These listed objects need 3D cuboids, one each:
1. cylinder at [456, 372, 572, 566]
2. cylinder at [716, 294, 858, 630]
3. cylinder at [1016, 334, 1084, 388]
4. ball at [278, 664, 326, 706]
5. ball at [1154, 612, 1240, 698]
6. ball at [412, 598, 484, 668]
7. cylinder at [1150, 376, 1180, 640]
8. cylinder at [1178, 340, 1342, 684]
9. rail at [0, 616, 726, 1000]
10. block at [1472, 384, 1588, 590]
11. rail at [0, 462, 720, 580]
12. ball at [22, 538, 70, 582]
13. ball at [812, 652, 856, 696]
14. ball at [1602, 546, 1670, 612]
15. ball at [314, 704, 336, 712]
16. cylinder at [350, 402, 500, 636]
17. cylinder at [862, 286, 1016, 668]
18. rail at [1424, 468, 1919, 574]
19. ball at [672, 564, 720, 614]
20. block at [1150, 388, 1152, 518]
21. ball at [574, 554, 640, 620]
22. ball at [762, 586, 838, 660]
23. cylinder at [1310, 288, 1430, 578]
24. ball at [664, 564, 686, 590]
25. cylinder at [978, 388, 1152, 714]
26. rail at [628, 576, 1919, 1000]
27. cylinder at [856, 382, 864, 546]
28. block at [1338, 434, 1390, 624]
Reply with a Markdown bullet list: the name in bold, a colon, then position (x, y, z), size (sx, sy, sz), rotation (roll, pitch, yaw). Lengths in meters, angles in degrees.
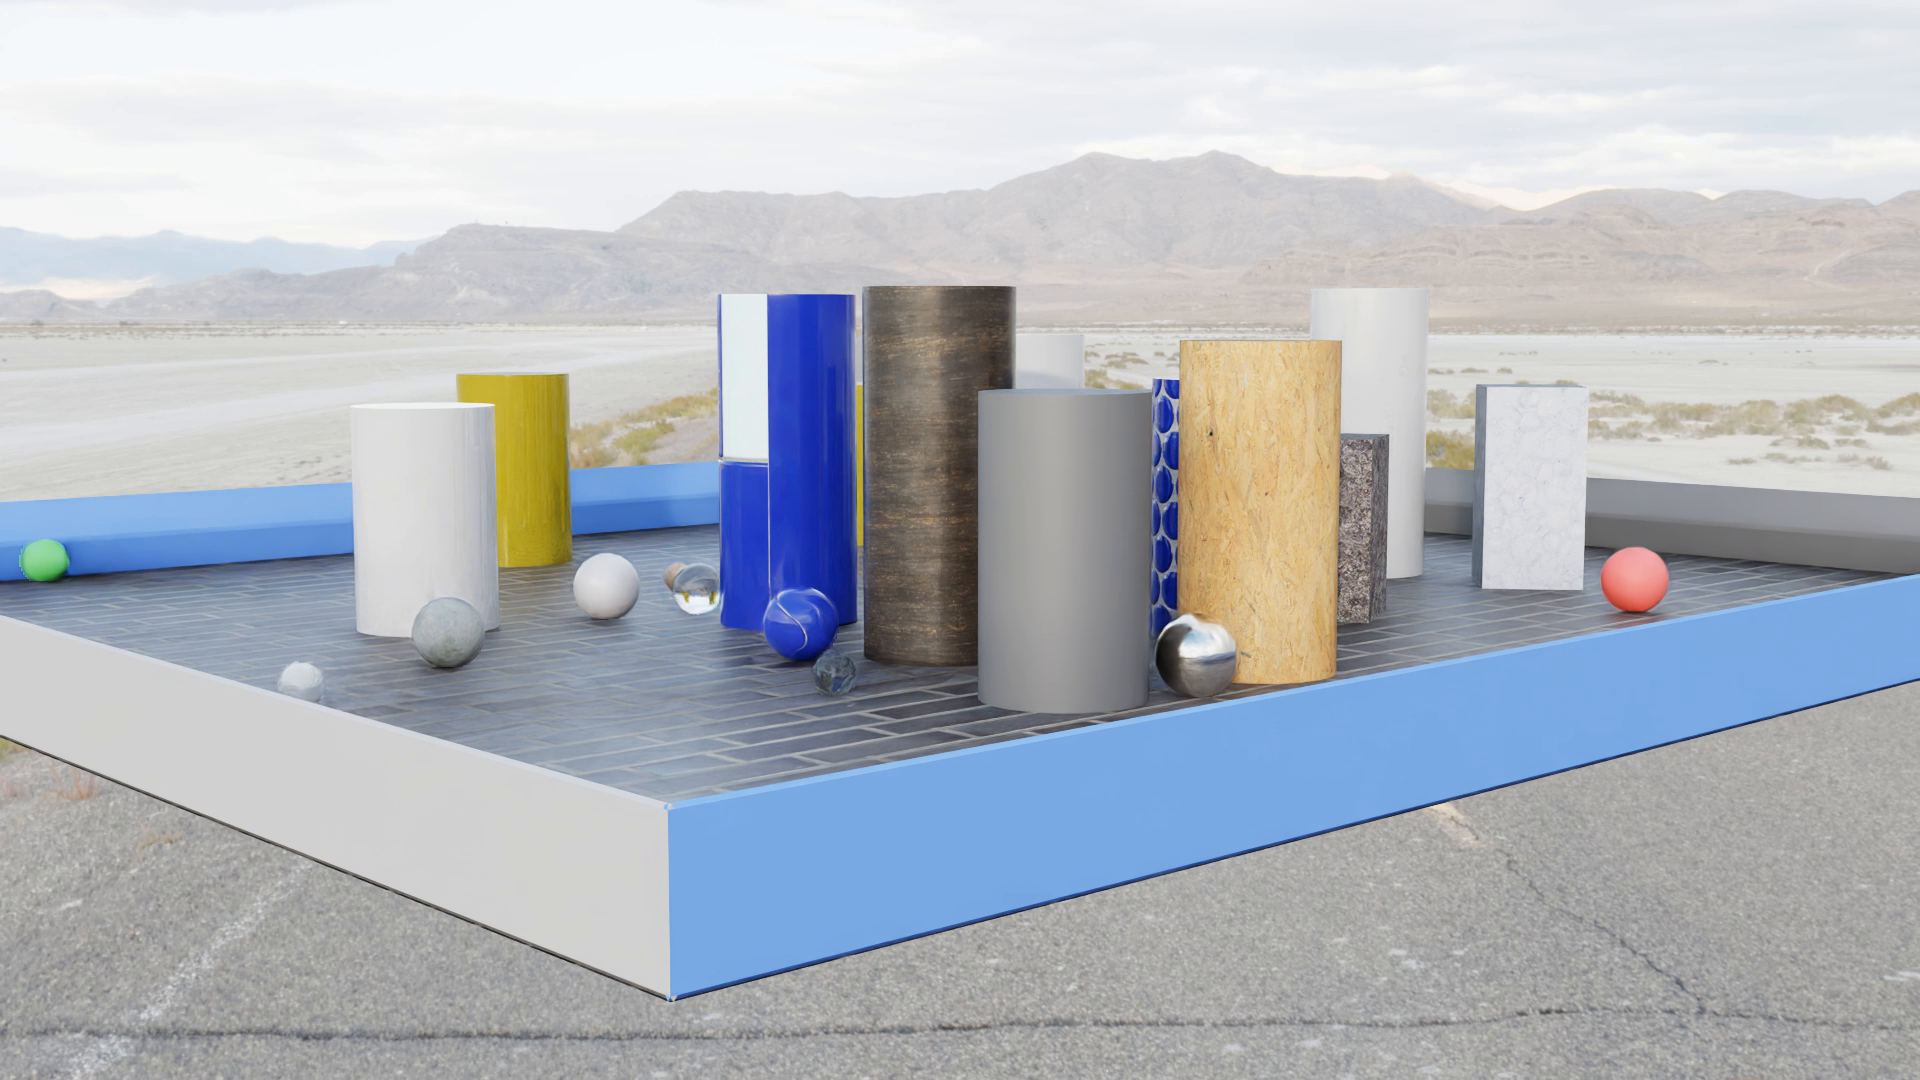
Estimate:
- **cylinder**: position (-0.791, -0.129, 3.907), size (0.197, 0.333, 0.197), rotation (0, 6, 0)
- **cylinder**: position (-0.245, -0.115, 3.134), size (0.197, 0.466, 0.197), rotation (0, 6, 0)
- **cylinder**: position (0.103, -0.130, 3.563), size (0.197, 0.407, 0.197), rotation (0, 6, 0)
- **ball**: position (-0.738, 0.164, 2.462), size (0.052, 0.052, 0.052), rotation (0, 6, 0)
- **ball**: position (0.273, 0.133, 2.538), size (0.097, 0.097, 0.097), rotation (0, 6, 0)
- **ball**: position (-0.640, 0.115, 2.747), size (0.088, 0.088, 0.088), rotation (0, 6, 0)
- **cylinder**: position (0.360, -0.044, 3.001), size (0.197, 0.353, 0.197), rotation (0, 6, 0)
- **cylinder**: position (0.367, -0.041, 2.707), size (0.197, 0.408, 0.197), rotation (0, 6, 0)
- **rail**: position (-1.045, 0.134, 2.373), size (0.045, 0.128, 2.583), rotation (-5, 8, -42)
- **block**: position (0.926, -0.090, 3.584), size (0.158, 0.323, 0.158), rotation (1, 6, 7)
- **rail**: position (-0.860, -0.064, 4.259), size (2.892, 0.128, 0.045), rotation (-5, 8, -42)
- **ball**: position (-1.500, 0.034, 3.608), size (0.071, 0.071, 0.071), rotation (0, 6, 0)
- **ball**: position (-0.146, 0.155, 2.549), size (0.051, 0.051, 0.051), rotation (0, 6, 0)
- **ball**: position (0.999, 0.058, 3.253), size (0.097, 0.097, 0.097), rotation (0, 6, 0)
- **ball**: position (-0.658, 0.190, 2.259), size (0.042, 0.042, 0.042), rotation (0, 6, 0)
- **cylinder**: position (-0.750, -0.033, 3.088), size (0.197, 0.312, 0.197), rotation (0, 6, 0)
- **cylinder**: position (-0.026, -0.087, 2.826), size (0.197, 0.474, 0.197), rotation (0, 6, 0)
- **rail**: position (1.045, -0.067, 4.291), size (0.045, 0.128, 2.583), rotation (-5, 8, -42)
- **ball**: position (-0.384, 0.072, 3.226), size (0.075, 0.075, 0.075), rotation (0, 6, 0)
- **block**: position (0.322, -0.107, 3.838), size (0.158, 0.305, 0.158), rotation (-4, 7, -33)
- **ball**: position (-0.510, 0.067, 3.175), size (0.096, 0.096, 0.096), rotation (0, 6, 0)
- **ball**: position (-0.203, 0.106, 2.804), size (0.095, 0.095, 0.095), rotation (0, 6, 0)
- **cylinder**: position (0.691, -0.185, 3.734), size (0.197, 0.480, 0.197), rotation (0, 6, 0)
- **ball**: position (-0.445, 0.060, 3.481), size (0.046, 0.046, 0.046), rotation (0, 6, 0)
- **cylinder**: position (0.119, 0.007, 2.517), size (0.197, 0.353, 0.197), rotation (0, 6, 0)
- **rail**: position (0.860, 0.130, 2.405), size (2.892, 0.128, 0.045), rotation (-5, 8, -42)
- **cylinder**: position (-0.166, -0.151, 4.256), size (0.197, 0.304, 0.197), rotation (0, 6, 0)
- **block**: position (0.536, -0.022, 3.227), size (0.158, 0.262, 0.158), rotation (2, 6, 20)
